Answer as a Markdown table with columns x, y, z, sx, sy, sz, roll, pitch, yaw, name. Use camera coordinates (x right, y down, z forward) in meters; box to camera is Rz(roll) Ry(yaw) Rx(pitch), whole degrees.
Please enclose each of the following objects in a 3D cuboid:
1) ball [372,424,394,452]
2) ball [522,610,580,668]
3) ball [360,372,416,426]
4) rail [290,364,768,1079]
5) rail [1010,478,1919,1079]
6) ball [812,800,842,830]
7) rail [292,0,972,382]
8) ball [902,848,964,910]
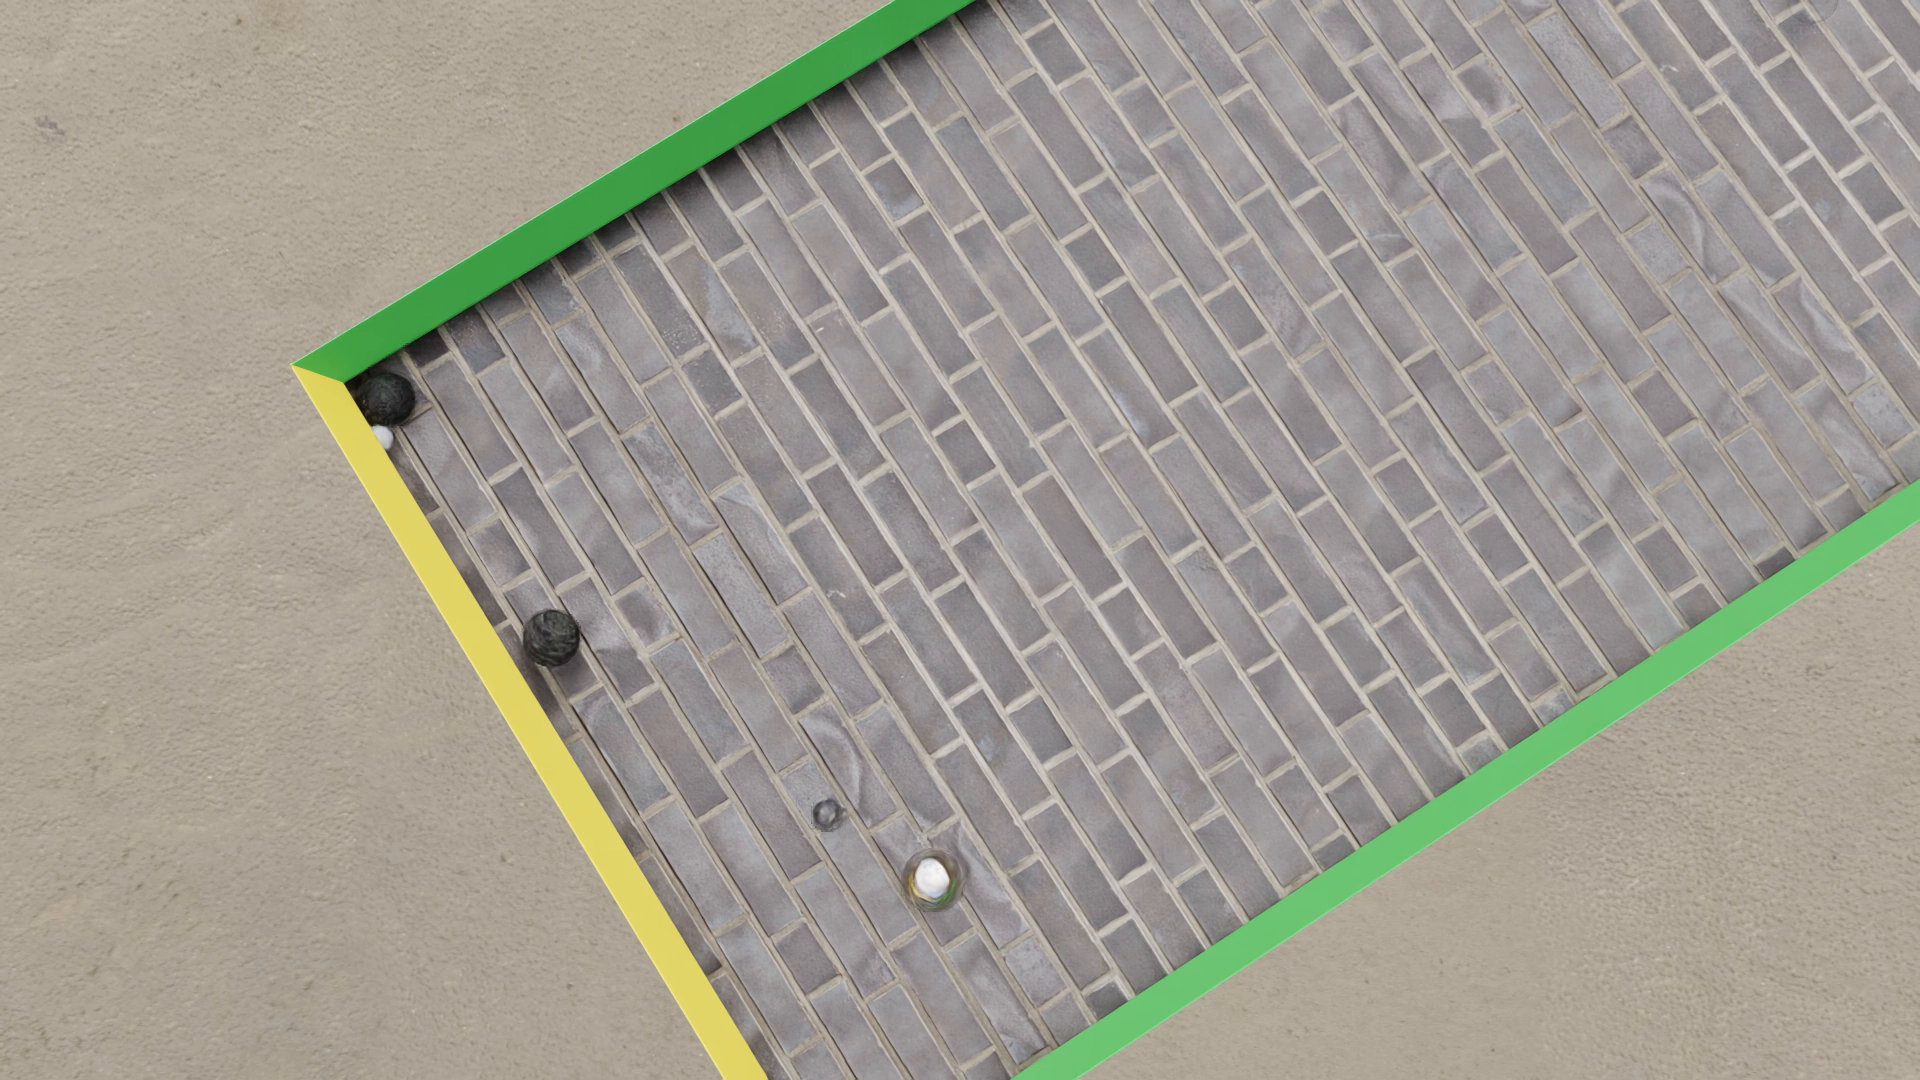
| x | y | z | sx | sy | sz | roll | pitch | yaw | name |
| --- | --- | --- | --- | --- | --- | --- | --- | --- | --- |
| -0.876 | -0.154 | 3.321 | 0.042 | 0.042 | 0.042 | 0 | 80 | 0 | ball |
| -0.604 | 0.146 | 3.248 | 0.084 | 0.084 | 0.084 | 0 | 80 | 0 | ball |
| -0.860 | -0.212 | 3.311 | 0.081 | 0.081 | 0.081 | 0 | 80 | 0 | ball |
| -0.567 | 0.355 | 3.195 | 0.045 | 0.117 | 1.485 | -32 | 82 | -5 | rail |
| 0.975 | 0.221 | 3.218 | 2.790 | 0.117 | 0.045 | -32 | 82 | -5 | rail |
| -0.194 | 0.402 | 3.225 | 0.045 | 0.045 | 0.045 | 0 | 80 | 0 | ball |
| 0.199 | -0.972 | 3.421 | 2.790 | 0.117 | 0.045 | -32 | 82 | -5 | rail |
| -0.039 | 0.492 | 3.187 | 0.090 | 0.090 | 0.090 | 0 | 80 | 0 | ball |
